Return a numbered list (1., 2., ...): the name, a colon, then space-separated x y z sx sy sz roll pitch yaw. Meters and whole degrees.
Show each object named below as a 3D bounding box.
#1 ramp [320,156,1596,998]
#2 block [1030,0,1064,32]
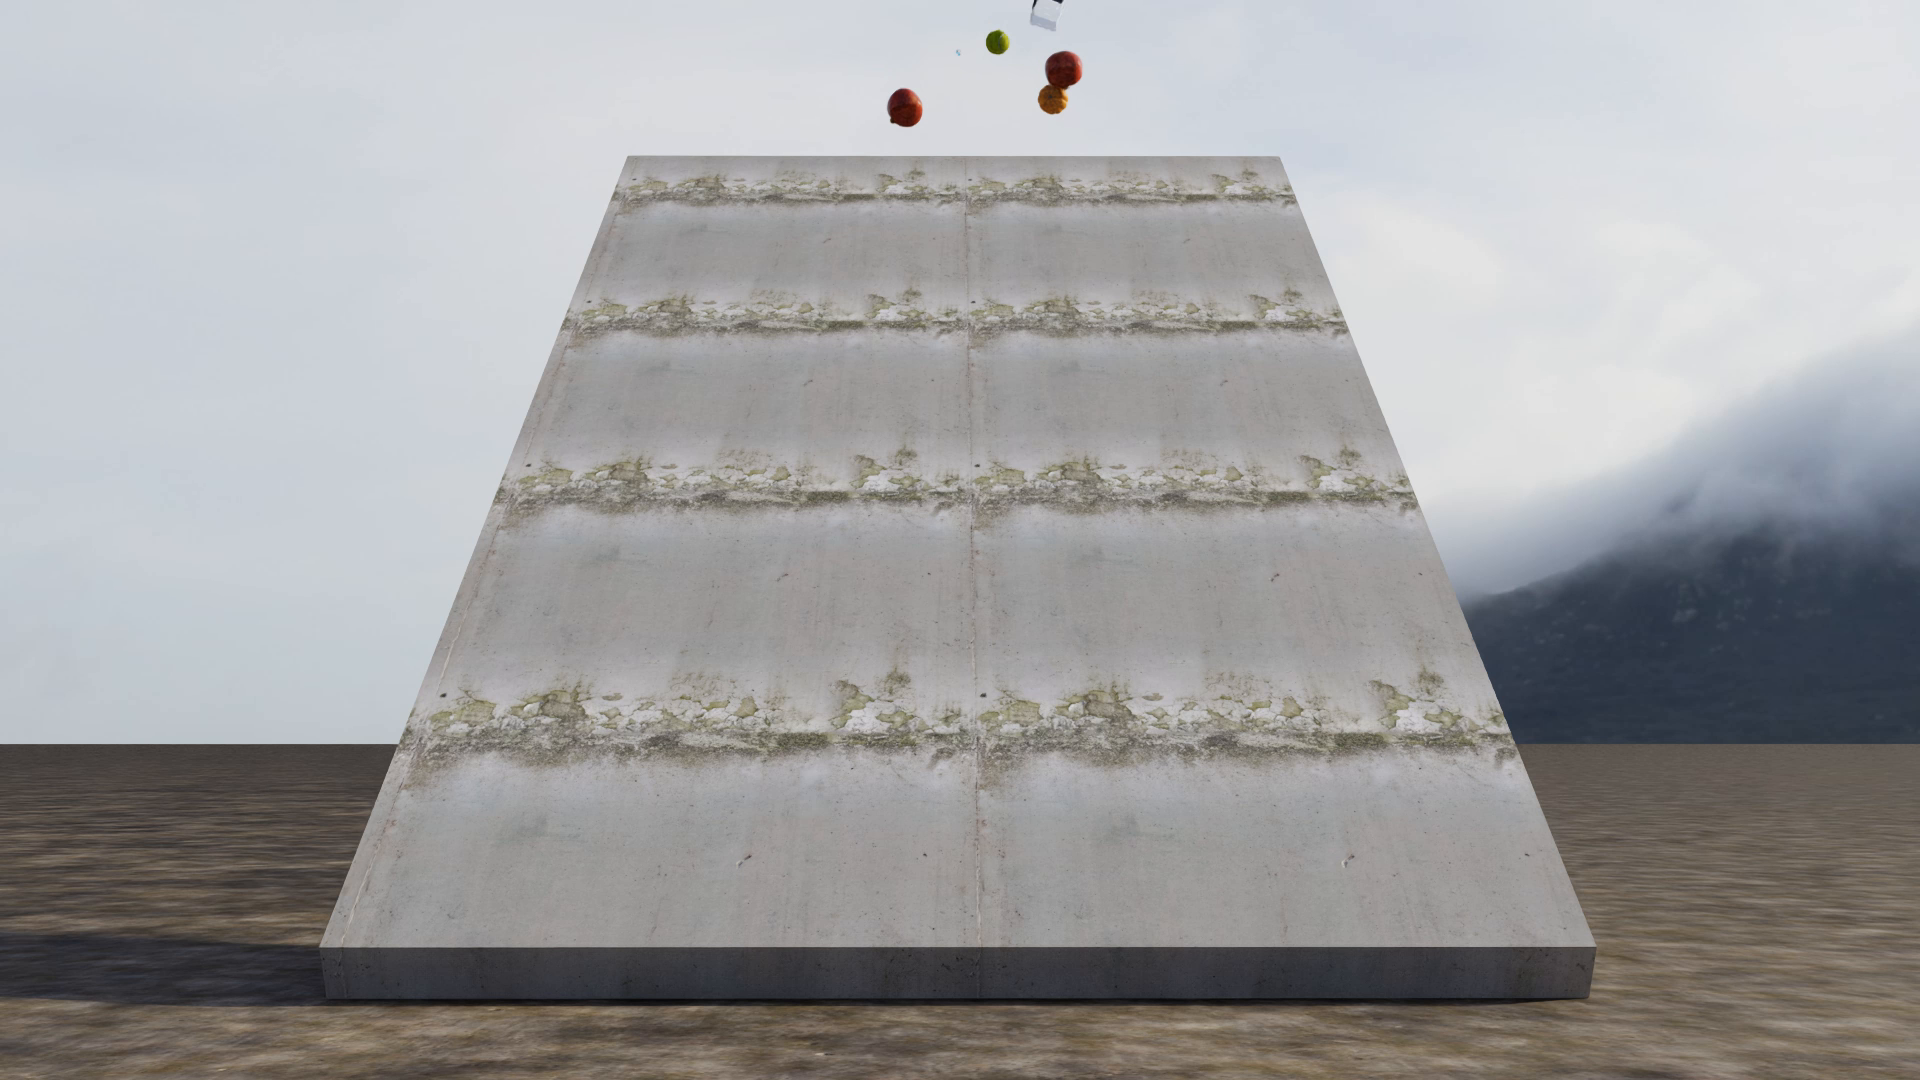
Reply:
1. ramp: -0.011 -0.226 5.516 2.000 0.100 4.000 0 27 0
2. block: 0.267 -1.611 7.200 0.081 0.081 0.081 18 -28 5
